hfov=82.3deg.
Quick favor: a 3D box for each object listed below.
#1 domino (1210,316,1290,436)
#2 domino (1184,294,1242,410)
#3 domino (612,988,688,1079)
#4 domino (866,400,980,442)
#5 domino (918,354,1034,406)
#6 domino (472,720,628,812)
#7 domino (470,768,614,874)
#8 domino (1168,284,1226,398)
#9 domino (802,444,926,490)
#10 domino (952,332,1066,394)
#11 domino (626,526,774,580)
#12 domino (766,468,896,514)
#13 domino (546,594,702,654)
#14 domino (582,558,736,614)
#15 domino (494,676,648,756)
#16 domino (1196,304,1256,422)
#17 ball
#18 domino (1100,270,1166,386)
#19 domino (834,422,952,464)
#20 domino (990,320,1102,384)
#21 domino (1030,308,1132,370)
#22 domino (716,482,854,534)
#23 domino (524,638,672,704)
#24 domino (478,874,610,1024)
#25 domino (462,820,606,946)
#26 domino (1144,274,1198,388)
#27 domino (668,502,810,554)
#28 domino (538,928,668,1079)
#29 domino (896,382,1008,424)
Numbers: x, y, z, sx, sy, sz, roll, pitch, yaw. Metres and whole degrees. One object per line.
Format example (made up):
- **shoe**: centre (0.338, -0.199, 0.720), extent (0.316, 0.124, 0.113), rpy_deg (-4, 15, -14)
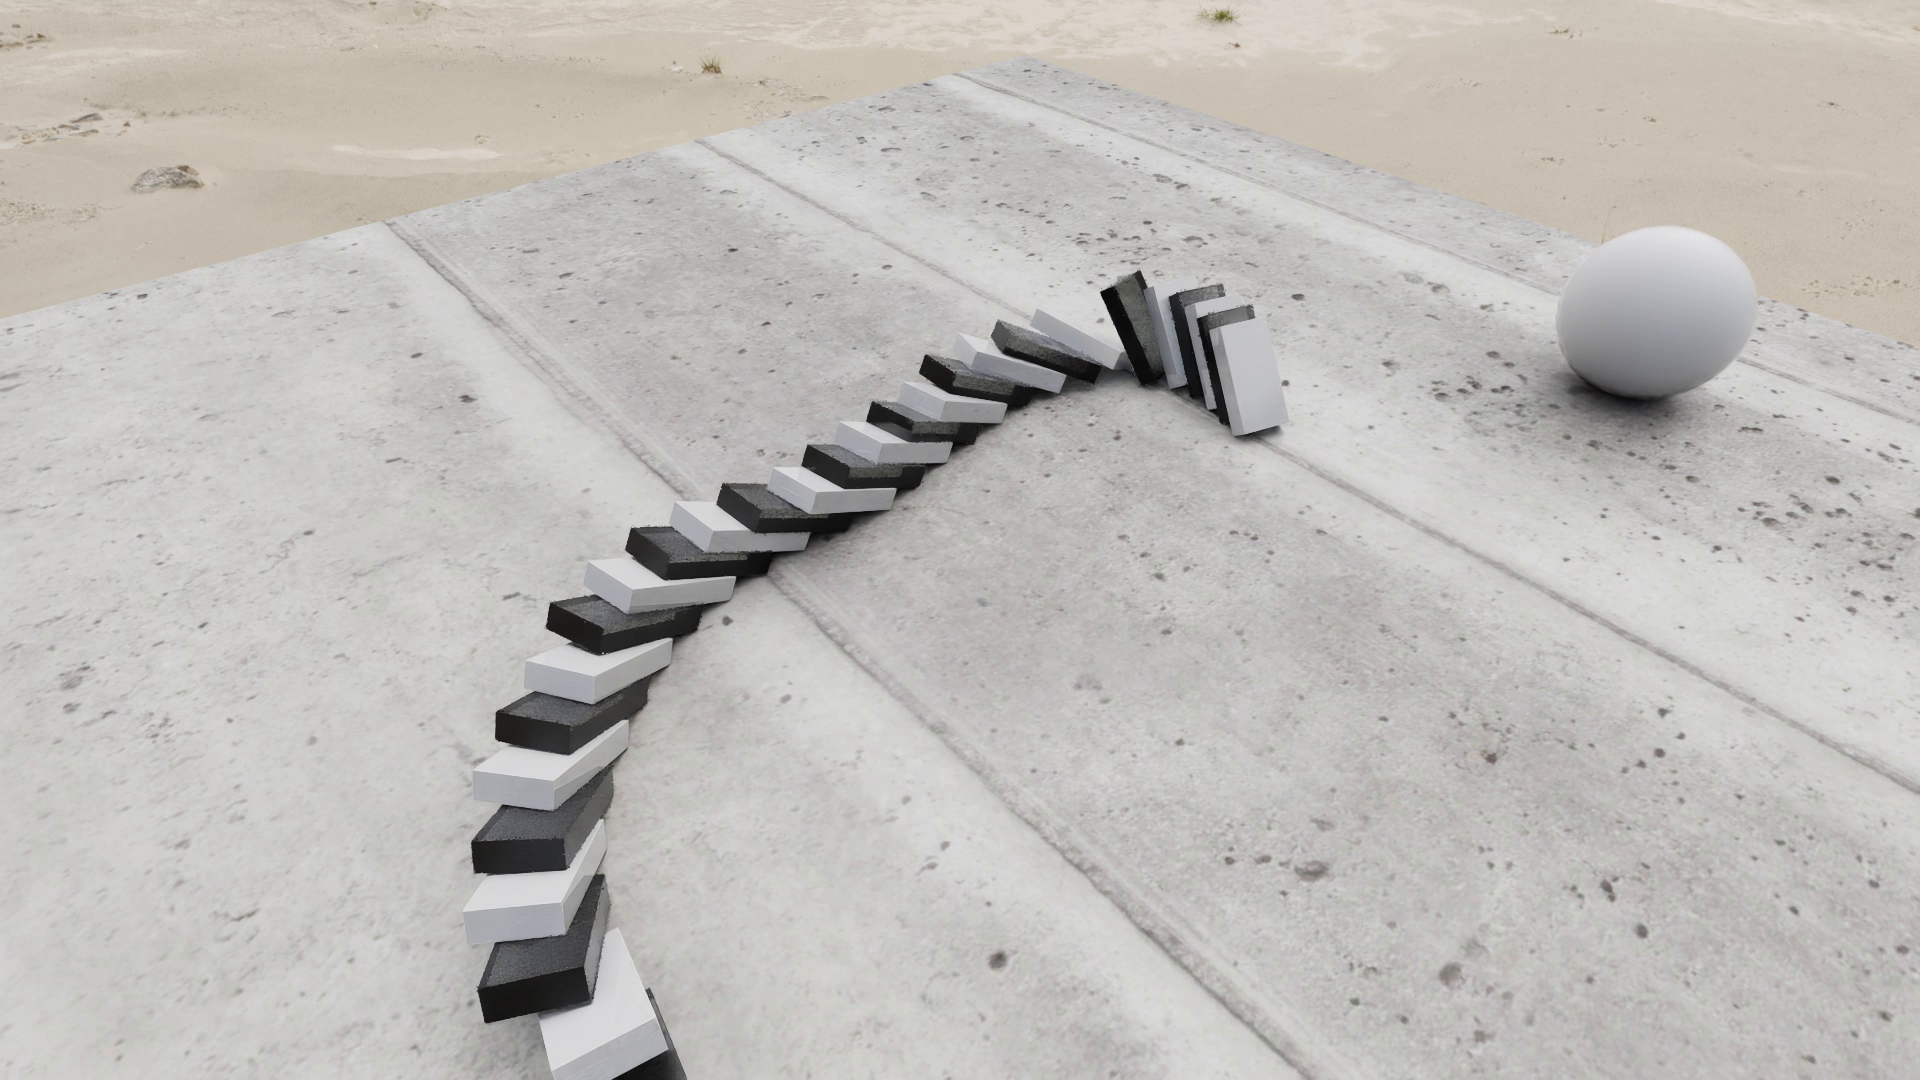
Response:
- **domino**: centre (0.133, -0.075, 0.507), extent (0.025, 0.050, 0.009), rpy_deg (-16, 5, -18)
- **domino**: centre (0.126, -0.090, 0.524), extent (0.025, 0.050, 0.009), rpy_deg (-16, 5, -18)
- **domino**: centre (-0.080, 0.140, 0.273), extent (0.025, 0.010, 0.050), rpy_deg (-21, 44, -24)
- **domino**: centre (-0.016, -0.052, 0.490), extent (0.025, 0.009, 0.050), rpy_deg (28, 19, 30)
- **domino**: centre (0.008, -0.075, 0.517), extent (0.050, 0.009, 0.025), rpy_deg (2, 27, -42)
- **domino**: centre (-0.126, 0.068, 0.343), extent (0.025, 0.010, 0.050), rpy_deg (6, 12, 7)
- **domino**: centre (-0.122, 0.082, 0.326), extent (0.025, 0.009, 0.050), rpy_deg (-1, 11, -2)
- **domino**: centre (0.119, -0.096, 0.532), extent (0.025, 0.050, 0.010), rpy_deg (-15, 5, -18)
- **domino**: centre (-0.040, -0.031, 0.464), extent (0.025, 0.010, 0.050), rpy_deg (28, 19, 30)
- **domino**: centre (0.024, -0.085, 0.529), extent (0.050, 0.009, 0.025), rpy_deg (10, 25, -28)
- **domino**: centre (-0.099, 0.004, 0.420), extent (0.025, 0.010, 0.050), rpy_deg (31, 19, 32)
- **domino**: centre (-0.052, -0.021, 0.451), extent (0.025, 0.010, 0.050), rpy_deg (28, 19, 30)
- **domino**: centre (-0.118, 0.027, 0.391), extent (0.025, 0.010, 0.050), rpy_deg (20, 14, 23)
- **domino**: centre (-0.110, 0.015, 0.406), extent (0.025, 0.009, 0.050), rpy_deg (26, 16, 29)
- **domino**: centre (-0.125, 0.055, 0.359), extent (0.025, 0.010, 0.050), rpy_deg (8, 11, 10)
- **domino**: centre (0.130, -0.083, 0.516), extent (0.025, 0.050, 0.009), rpy_deg (-16, 5, -18)
- **ball**: centre (0.326, -0.106, 0.518), extent (0.080, 0.080, 0.080), rpy_deg (0, 39, 0)
- **domino**: centre (0.089, -0.104, 0.541), extent (0.010, 0.050, 0.025), rpy_deg (-13, 19, 46)
- **domino**: centre (-0.028, -0.042, 0.478), extent (0.025, 0.010, 0.050), rpy_deg (28, 19, 30)
- **domino**: centre (0.042, -0.092, 0.536), extent (0.050, 0.010, 0.025), rpy_deg (15, 23, -21)
- **domino**: centre (0.063, -0.101, 0.553), extent (0.050, 0.009, 0.025), rpy_deg (32, 23, 21)
- **domino**: centre (-0.070, -0.013, 0.441), extent (0.025, 0.010, 0.050), rpy_deg (32, 20, 33)
- **domino**: centre (-0.122, 0.042, 0.374), extent (0.025, 0.010, 0.050), rpy_deg (10, 11, 12)
- **domino**: centre (-0.110, 0.108, 0.294), extent (0.025, 0.009, 0.050), rpy_deg (-9, 11, -11)
- **domino**: centre (-0.118, 0.095, 0.310), extent (0.025, 0.010, 0.050), rpy_deg (-4, 11, -5)
- **domino**: centre (0.109, -0.102, 0.539), extent (0.025, 0.050, 0.009), rpy_deg (-18, 6, -21)
- **domino**: centre (-0.086, -0.005, 0.431), extent (0.025, 0.010, 0.050), rpy_deg (32, 20, 33)
- **domino**: centre (-0.093, 0.119, 0.280), extent (0.025, 0.010, 0.050), rpy_deg (-21, 16, -24)
- **domino**: centre (-0.003, -0.063, 0.502), extent (0.025, 0.010, 0.050), rpy_deg (28, 19, 30)
